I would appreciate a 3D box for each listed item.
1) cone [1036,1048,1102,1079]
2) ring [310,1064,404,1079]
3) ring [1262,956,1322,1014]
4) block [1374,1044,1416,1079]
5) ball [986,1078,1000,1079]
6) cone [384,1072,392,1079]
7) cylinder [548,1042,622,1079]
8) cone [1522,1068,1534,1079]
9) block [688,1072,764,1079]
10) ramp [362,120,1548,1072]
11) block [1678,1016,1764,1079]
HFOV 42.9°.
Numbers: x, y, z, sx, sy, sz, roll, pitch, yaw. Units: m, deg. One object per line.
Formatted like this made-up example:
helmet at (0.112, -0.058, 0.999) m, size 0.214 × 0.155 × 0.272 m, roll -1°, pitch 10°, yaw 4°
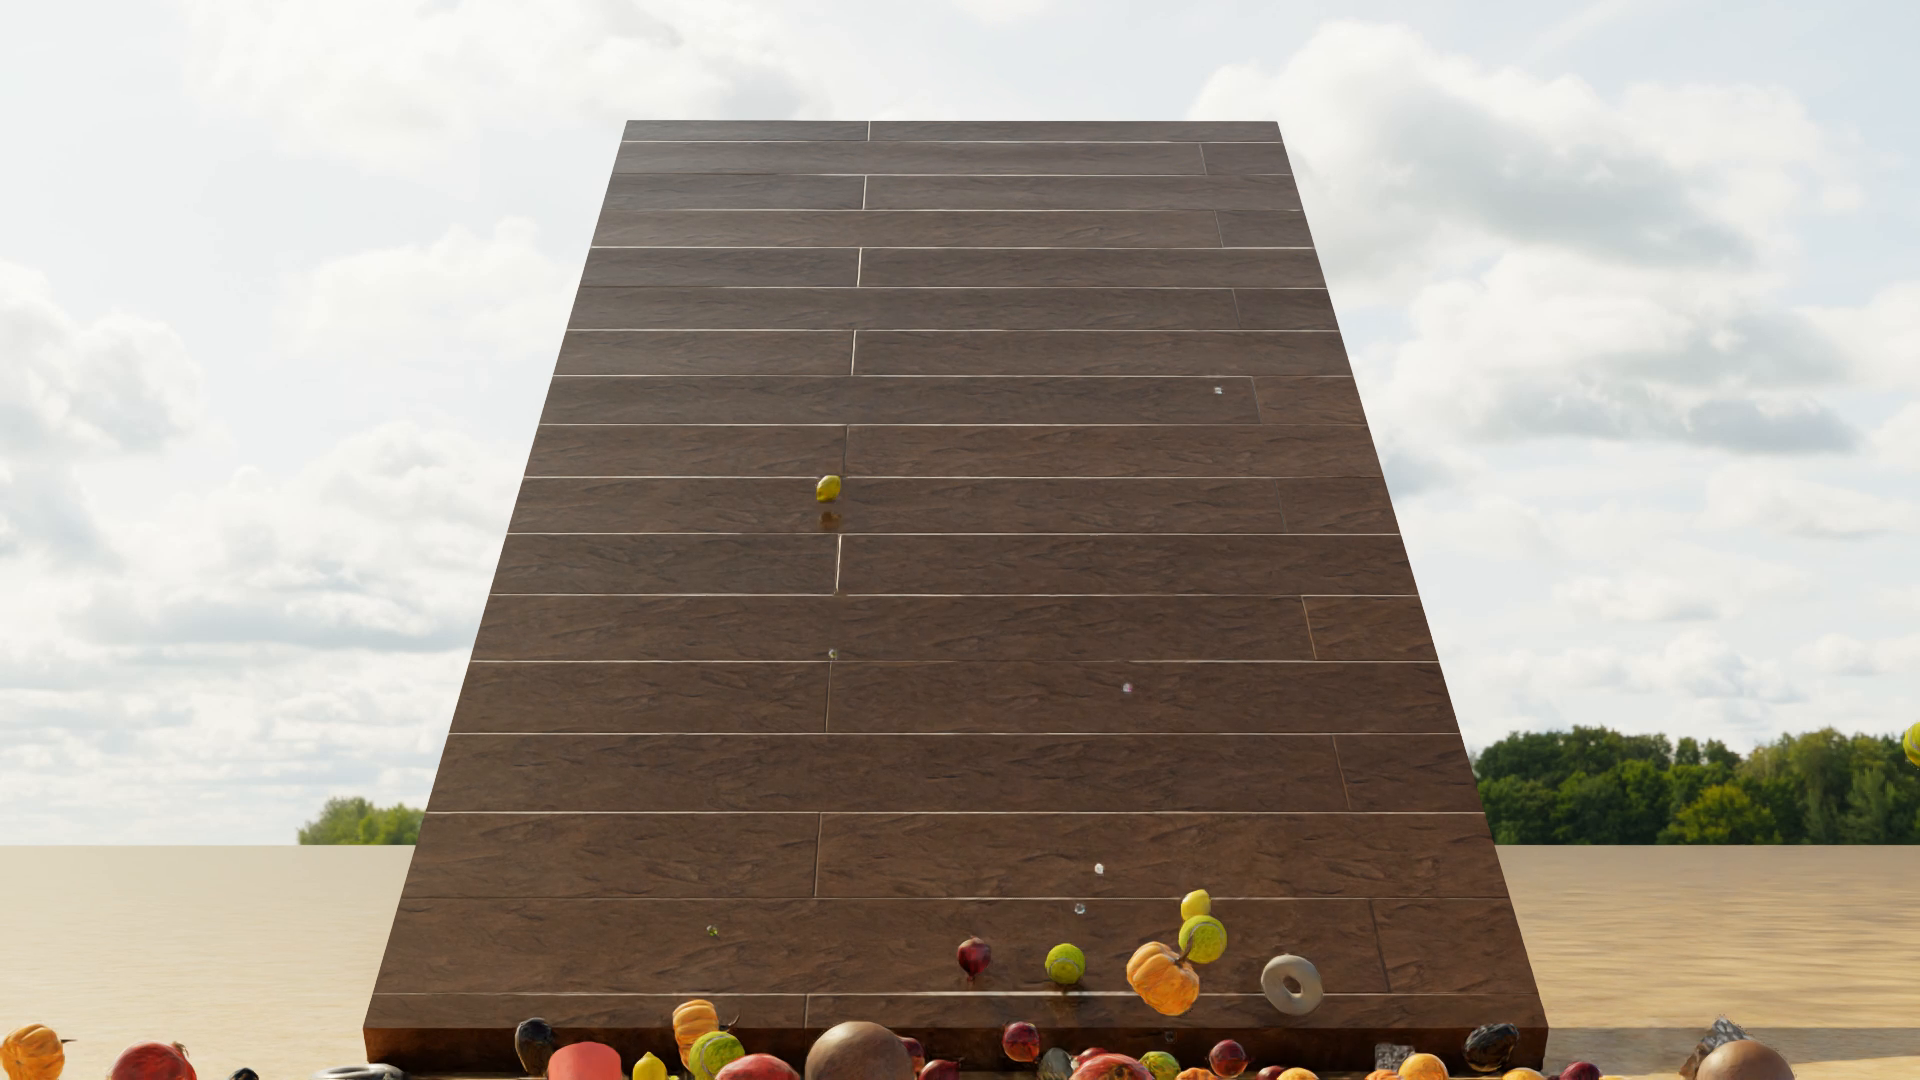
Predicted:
cone at (0.174, 0.765, 3.429) m, size 0.098 × 0.098 × 0.098 m, roll 11°, pitch -11°, yaw -28°
ring at (-0.913, 0.824, 3.691) m, size 0.148 × 0.049 × 0.148 m, roll -3°, pitch -5°, yaw 0°
ring at (0.559, 0.748, 4.109) m, size 0.109 × 0.109 × 0.036 m, roll -4°, pitch 15°, yaw 31°
block at (0.665, 0.812, 3.731) m, size 0.058 × 0.058 × 0.058 m, roll -1°, pitch -48°, yaw 12°
ball at (0.039, 0.668, 2.806) m, size 0.097 × 0.097 × 0.097 m, roll 0°, pitch -7°, yaw 0°
cone at (-0.742, 0.736, 3.166) m, size 0.096 × 0.096 × 0.096 m, roll 0°, pitch -7°, yaw 0°
cylinder at (-0.479, 0.708, 3.124) m, size 0.093 × 0.093 × 0.093 m, roll -5°, pitch -46°, yaw -6°
cone at (0.824, 0.797, 3.541) m, size 0.066 × 0.066 × 0.066 m, roll 0°, pitch -7°, yaw 0°
block at (-0.318, 0.764, 3.314) m, size 0.076 × 0.076 × 0.076 m, roll -3°, pitch -8°, yaw 23°
ramp at (-0.015, -0.192, 5.843) m, size 2.000 × 0.100 × 4.000 m, roll 0°, pitch 32°, yaw 0°
block at (1.125, 0.769, 3.608) m, size 0.076 × 0.076 × 0.076 m, roll 36°, pitch 41°, yaw 21°
